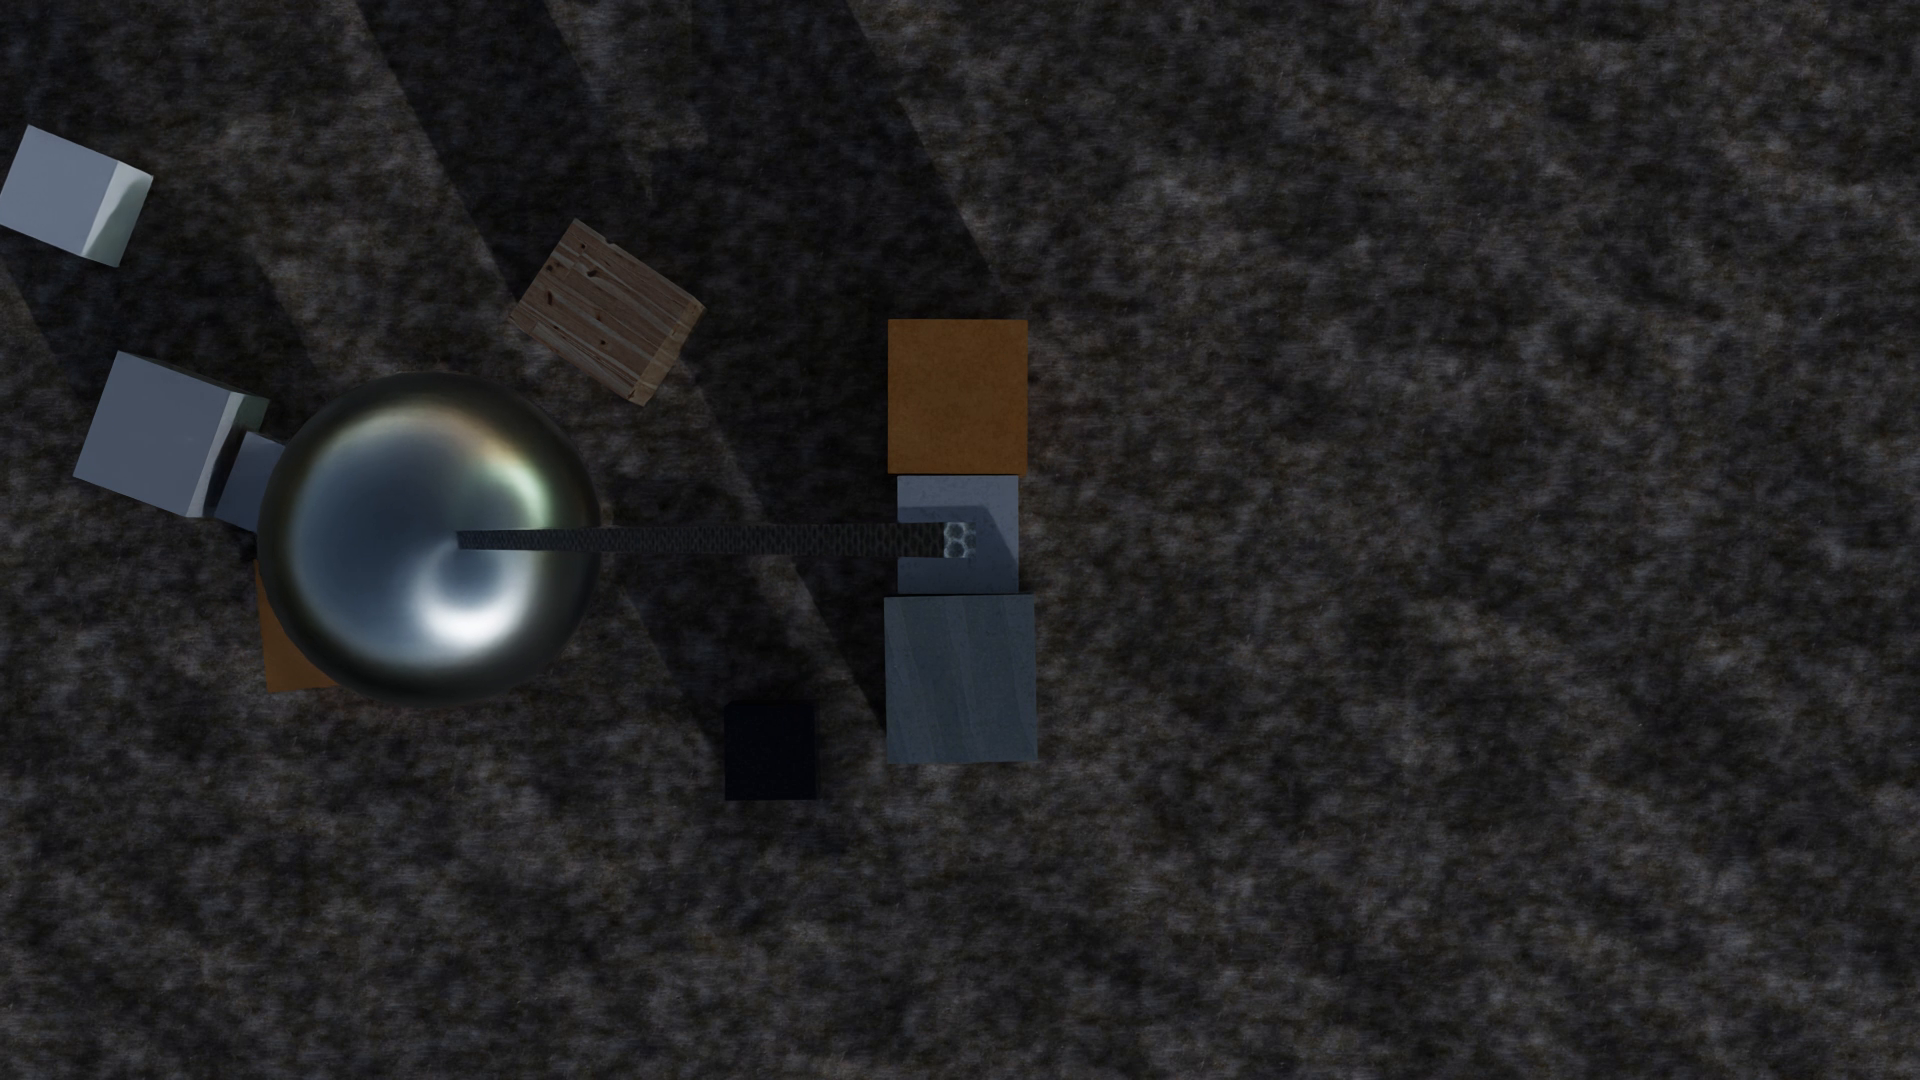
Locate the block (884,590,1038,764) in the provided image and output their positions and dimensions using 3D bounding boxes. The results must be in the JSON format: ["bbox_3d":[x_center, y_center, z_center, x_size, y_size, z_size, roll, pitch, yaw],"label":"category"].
[{"bbox_3d":[0.004,0.765,12.543,0.827,0.914,0.915,-1,90,0],"label":"block"}]

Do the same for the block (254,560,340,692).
[{"bbox_3d":[-3.551,0.443,12.628,0.699,0.744,0.748,-6,90,0],"label":"block"}]

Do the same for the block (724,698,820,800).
[{"bbox_3d":[-1.085,1.214,12.771,0.515,0.459,0.541,-1,90,0],"label":"block"}]

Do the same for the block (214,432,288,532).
[{"bbox_3d":[-3.907,-0.285,12.733,0.494,0.535,0.521,21,90,0],"label":"block"}]

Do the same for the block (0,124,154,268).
[{"bbox_3d":[-5.127,-1.980,12.724,0.553,0.551,0.585,22,90,0],"label":"block"}]

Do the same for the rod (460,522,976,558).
[{"bbox_3d":[-1.082,0.000,7.329,0.080,5.200,0.080,0,90,-25],"label":"rod"}]

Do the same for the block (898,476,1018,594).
[{"bbox_3d":[-0.011,-0.030,12.629,0.674,0.741,0.659,0,90,0],"label":"block"}]

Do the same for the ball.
[{"bbox_3d":[-2.497,0.000,10.420,1.600,1.600,1.600,0,90,0],"label":"ball"}]

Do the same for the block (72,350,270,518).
[{"bbox_3d":[-4.520,-0.594,12.649,0.672,0.701,0.747,20,90,0],"label":"block"}]

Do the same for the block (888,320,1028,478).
[{"bbox_3d":[-0.013,-0.798,12.614,0.776,0.771,0.857,0,90,0],"label":"block"}]

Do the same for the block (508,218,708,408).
[{"bbox_3d":[-2.003,-1.289,12.621,0.792,0.758,0.688,34,90,0],"label":"block"}]
